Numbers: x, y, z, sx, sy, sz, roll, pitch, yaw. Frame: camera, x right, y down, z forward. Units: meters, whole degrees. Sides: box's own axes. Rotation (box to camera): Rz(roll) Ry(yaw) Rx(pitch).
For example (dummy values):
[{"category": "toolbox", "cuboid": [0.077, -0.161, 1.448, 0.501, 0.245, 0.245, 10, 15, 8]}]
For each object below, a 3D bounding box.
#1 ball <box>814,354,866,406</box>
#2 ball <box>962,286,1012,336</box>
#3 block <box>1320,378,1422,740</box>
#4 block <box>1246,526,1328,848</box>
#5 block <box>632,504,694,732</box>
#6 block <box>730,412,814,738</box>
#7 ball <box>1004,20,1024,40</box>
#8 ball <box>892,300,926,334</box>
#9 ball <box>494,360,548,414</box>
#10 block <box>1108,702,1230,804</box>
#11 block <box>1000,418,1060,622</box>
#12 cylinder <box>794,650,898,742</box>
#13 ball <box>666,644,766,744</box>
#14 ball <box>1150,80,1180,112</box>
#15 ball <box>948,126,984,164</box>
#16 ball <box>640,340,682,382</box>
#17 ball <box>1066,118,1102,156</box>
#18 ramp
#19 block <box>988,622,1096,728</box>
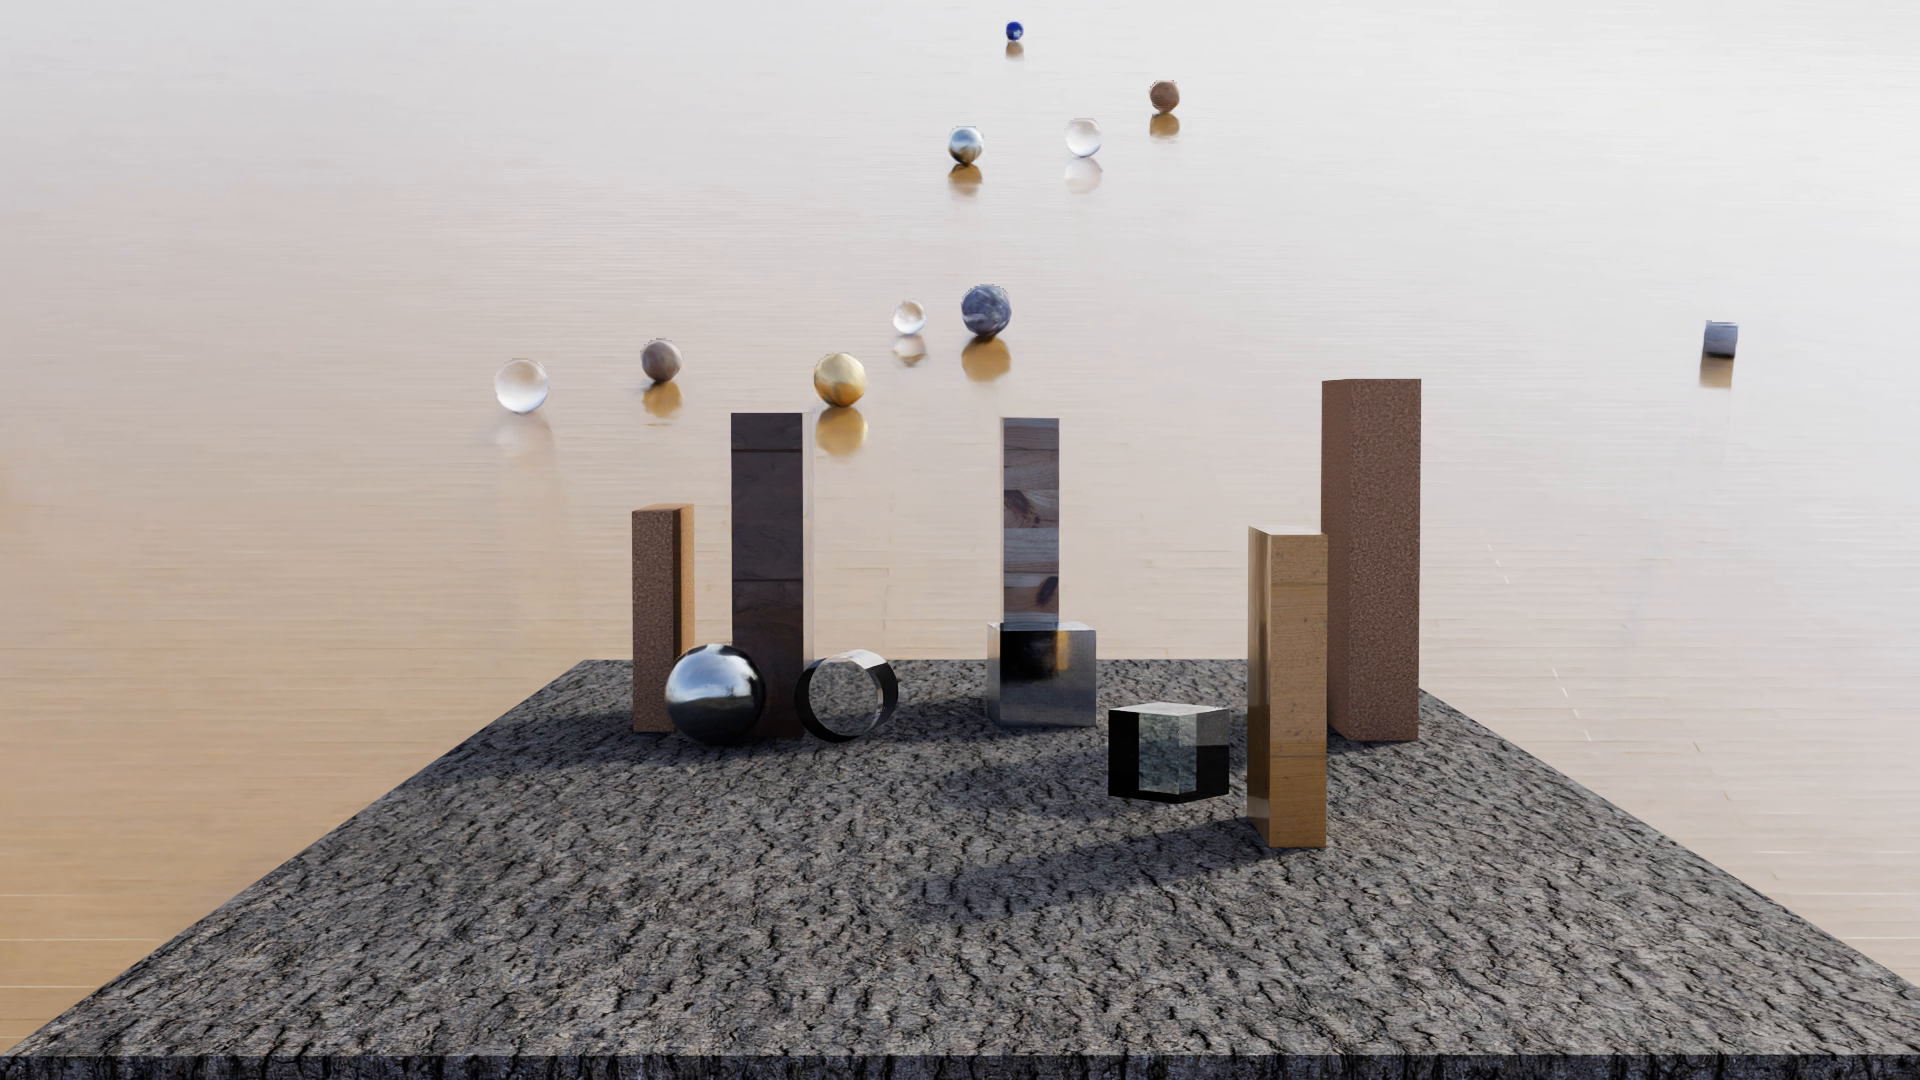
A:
[{"category": "ball", "cuboid": [-0.403, -0.537, 8.655, 0.179, 0.179, 0.179, 0, 22, 0]}, {"category": "ball", "cuboid": [0.096, -0.835, 9.398, 0.185, 0.185, 0.185, 0, 22, 0]}, {"category": "block", "cuboid": [0.811, 0.028, 5.109, 0.134, 0.693, 0.394, 0, 3, 0]}, {"category": "block", "cuboid": [0.490, 0.212, 3.864, 0.082, 0.454, 0.288, 0, 3, 0]}, {"category": "block", "cuboid": [-0.605, 0.150, 5.266, 0.080, 0.435, 0.415, 0, 3, 0]}, {"category": "block", "cuboid": [-0.372, 0.059, 5.151, 0.138, 0.628, 0.373, 0, 3, 0]}, {"category": "ball", "cuboid": [0.312, -2.918, 14.733, 0.113, 0.113, 0.113, 0, 22, 0]}, {"category": "ball", "cuboid": [-0.186, -0.818, 9.436, 0.125, 0.125, 0.125, 0, 22, 0]}, {"category": "ball", "cuboid": [-1.465, -0.513, 8.595, 0.178, 0.178, 0.178, 0, 22, 0]}, {"category": "block", "cuboid": [0.344, 0.349, 4.234, 0.143, 0.143, 0.143, 2, 4, 40]}, {"category": "block", "cuboid": [0.147, 0.046, 5.524, 0.115, 0.616, 0.415, 0, 3, 0]}, {"category": "cylinder", "cuboid": [-0.218, 0.300, 4.975, 0.165, 0.165, 0.165, 5, 4, 12]}, {"category": "ball", "cuboid": [-0.463, 0.292, 4.882, 0.191, 0.191, 0.191, 0, 22, 0]}, {"category": "ball", "cuboid": [1.035, -2.236, 12.963, 0.154, 0.154, 0.154, 0, 22, 0]}, {"category": "ball", "cuboid": [0.026, -1.831, 11.922, 0.169, 0.169, 0.169, 0, 22, 0]}, {"category": "ball", "cuboid": [-1.036, -0.621, 8.918, 0.141, 0.141, 0.141, 0, 22, 0]}, {"category": "ball", "cuboid": [0.580, -1.885, 12.048, 0.177, 0.177, 0.177, 0, 22, 0]}, {"category": "ramp", "cuboid": [0.050, 0.455, 4.532, 2.000, 0.100, 4.000, 0, 3, 0]}, {"category": "block", "cuboid": [0.164, 0.272, 5.225, 0.194, 0.194, 0.194, 0, 3, -7]}]
